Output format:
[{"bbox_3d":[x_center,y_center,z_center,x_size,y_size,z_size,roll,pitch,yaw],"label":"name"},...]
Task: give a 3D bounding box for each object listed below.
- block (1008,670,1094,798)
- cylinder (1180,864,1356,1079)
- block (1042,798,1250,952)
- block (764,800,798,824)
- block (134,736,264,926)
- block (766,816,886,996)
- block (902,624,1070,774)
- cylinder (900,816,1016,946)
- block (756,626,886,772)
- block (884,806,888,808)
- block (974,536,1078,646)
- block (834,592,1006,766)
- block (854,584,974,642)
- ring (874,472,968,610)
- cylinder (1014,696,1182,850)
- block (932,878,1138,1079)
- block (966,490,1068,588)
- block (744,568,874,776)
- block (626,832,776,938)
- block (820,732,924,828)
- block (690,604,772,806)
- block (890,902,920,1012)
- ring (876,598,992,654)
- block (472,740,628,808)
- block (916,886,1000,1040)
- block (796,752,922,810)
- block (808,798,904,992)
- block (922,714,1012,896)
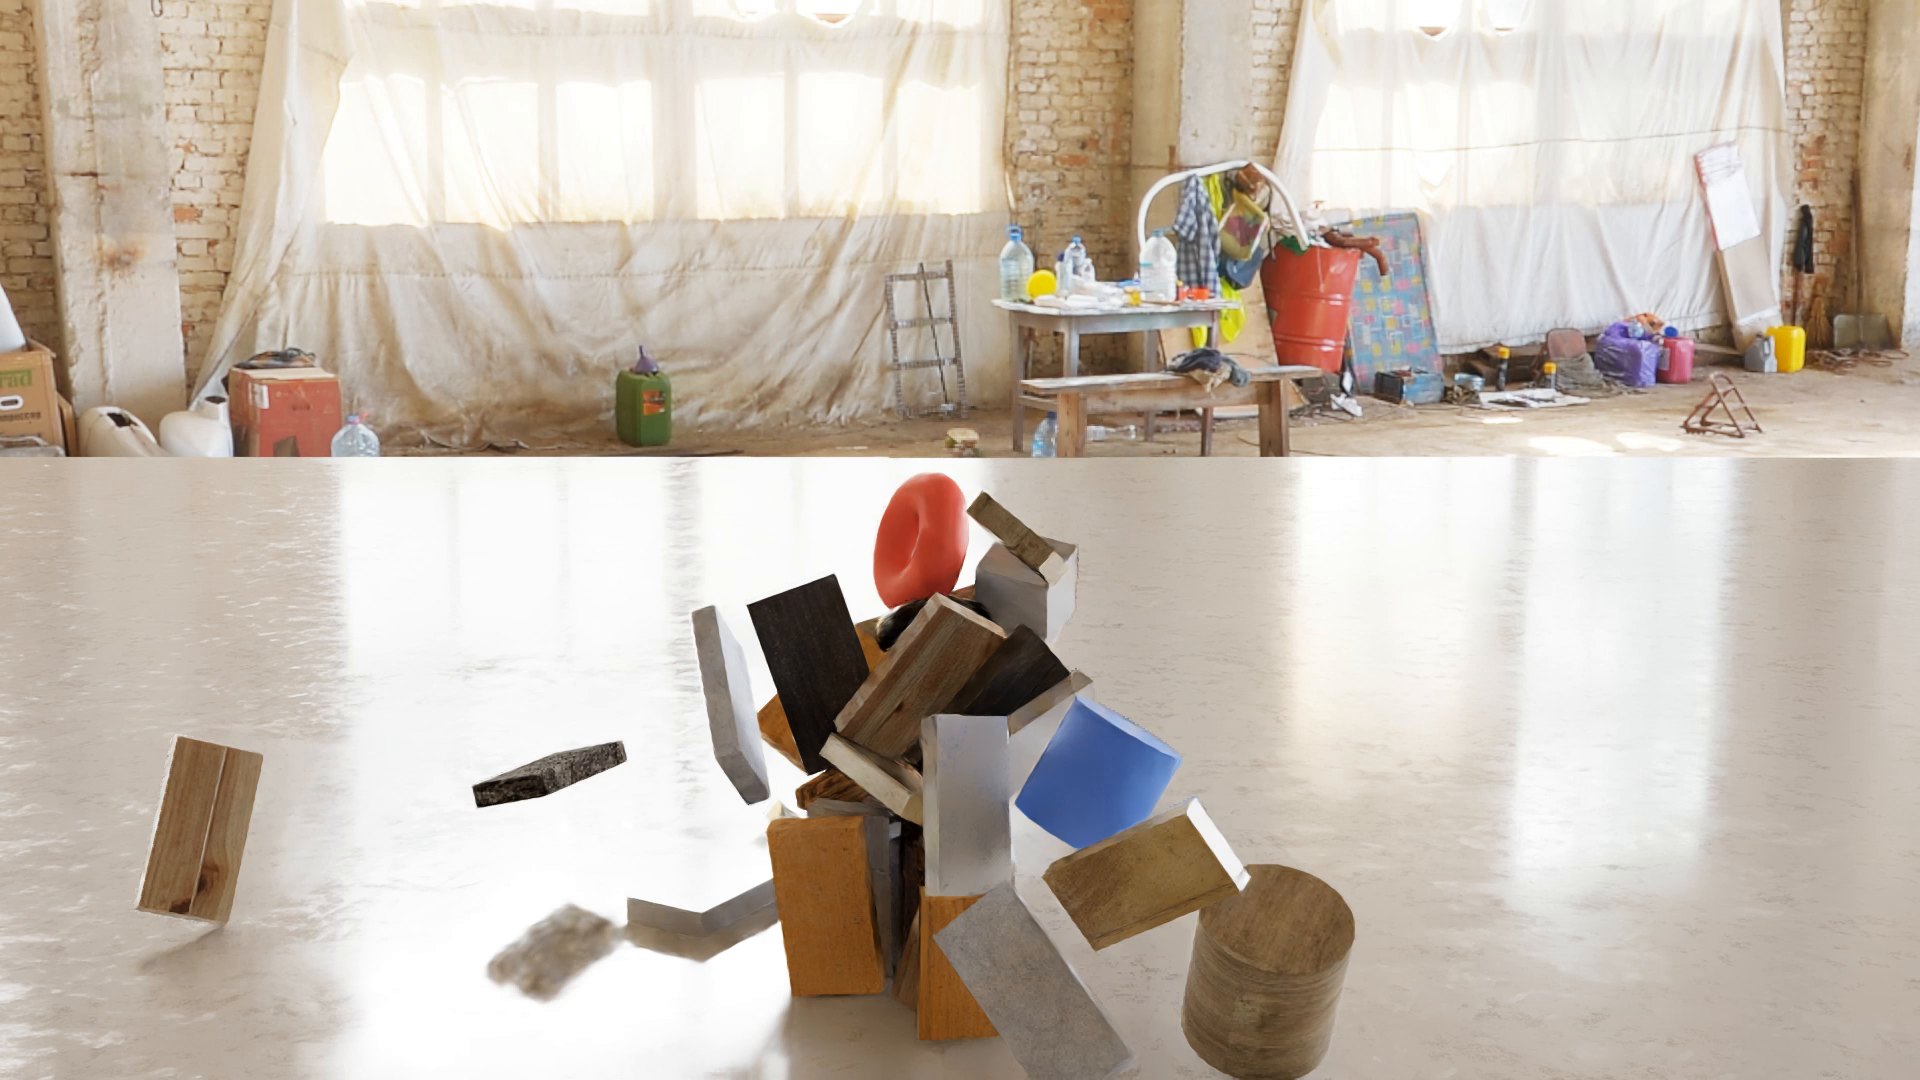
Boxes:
[{"bbox_3d":[0.101,0.302,3.251,0.240,0.120,0.034,-31,45,-29],"label":"block"},{"bbox_3d":[0.412,0.582,2.959,0.206,0.206,0.206,3,34,-2],"label":"cylinder"},{"bbox_3d":[0.229,0.419,2.733,0.240,0.120,0.034,-30,8,36],"label":"block"},{"bbox_3d":[-0.210,0.520,3.523,0.236,0.033,0.118,44,0,-15],"label":"block"},{"bbox_3d":[-1.218,0.466,3.525,0.139,0.278,0.039,17,-25,-26],"label":"block"},{"bbox_3d":[-0.193,0.533,3.197,0.135,0.271,0.038,-3,20,11],"label":"block"},{"bbox_3d":[0.047,0.267,3.298,0.265,0.133,0.038,-47,39,-8],"label":"block"},{"bbox_3d":[-0.068,0.523,3.383,0.235,0.235,0.235,5,12,24],"label":"cylinder"},{"bbox_3d":[-0.249,0.296,4.145,0.139,0.039,0.278,35,66,27],"label":"block"},{"bbox_3d":[-0.125,0.483,3.653,0.118,0.236,0.033,6,46,23],"label":"block"},{"bbox_3d":[0.124,0.092,4.170,0.148,0.148,0.148,15,37,19],"label":"block"},{"bbox_3d":[-0.061,0.216,3.379,0.133,0.266,0.038,29,18,-29],"label":"block"},{"bbox_3d":[-0.071,0.196,4.256,0.315,0.045,0.158,-19,48,-4],"label":"block"},{"bbox_3d":[-0.076,0.009,4.234,0.096,0.289,0.289,14,4,-26],"label":"ring"},{"bbox_3d":[0.183,0.319,2.909,0.163,0.163,0.163,30,3,-2],"label":"cylinder"},{"bbox_3d":[0.092,0.575,2.769,0.277,0.120,0.034,52,2,26],"label":"block"},{"bbox_3d":[0.087,0.001,3.221,0.133,0.038,0.266,39,-1,10],"label":"block"},{"bbox_3d":[-0.224,0.212,3.525,0.150,0.300,0.042,-20,12,-6],"label":"block"},{"bbox_3d":[-0.368,0.568,3.671,0.150,0.042,0.408,6,12,30],"label":"block"},{"bbox_3d":[-0.092,0.372,3.292,0.135,0.038,0.271,29,-1,-32],"label":"block"},{"bbox_3d":[-0.373,0.268,3.583,0.042,0.150,0.300,-19,50,4],"label":"block"},{"bbox_3d":[-0.021,0.563,3.166,0.034,0.238,0.119,18,0,-34],"label":"block"},{"bbox_3d":[-0.050,0.165,4.105,0.219,0.073,0.219,-8,-18,-2],"label":"ring"},{"bbox_3d":[-0.703,0.402,3.789,0.139,0.039,0.278,-12,2,21],"label":"block"},{"bbox_3d":[0.003,0.585,3.044,0.119,0.239,0.034,-1,27,-6],"label":"block"},{"bbox_3d":[-0.145,0.385,3.535,0.118,0.033,0.236,10,21,32],"label":"block"},{"bbox_3d":[-0.155,0.526,3.267,0.135,0.271,0.038,5,14,25],"label":"block"},{"bbox_3d":[0.009,0.356,2.949,0.119,0.238,0.034,4,-10,-36],"label":"block"}]
